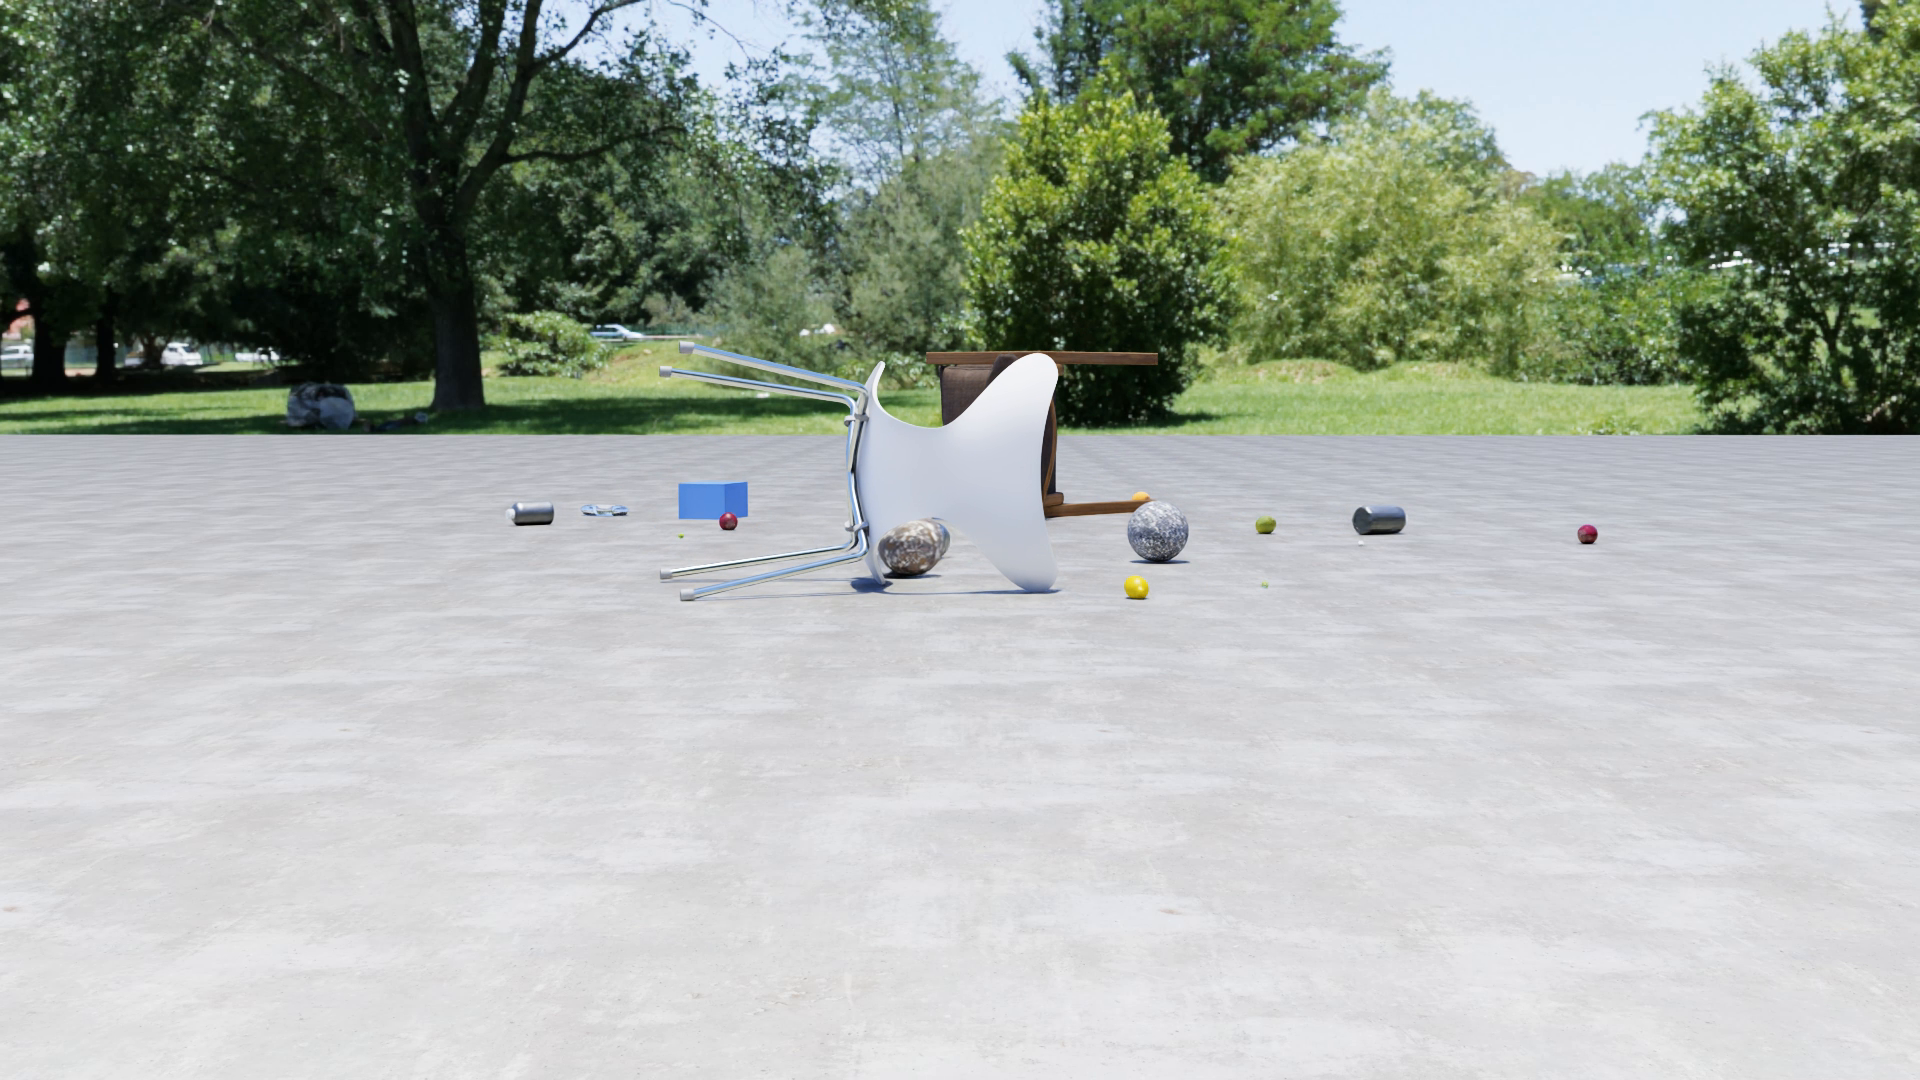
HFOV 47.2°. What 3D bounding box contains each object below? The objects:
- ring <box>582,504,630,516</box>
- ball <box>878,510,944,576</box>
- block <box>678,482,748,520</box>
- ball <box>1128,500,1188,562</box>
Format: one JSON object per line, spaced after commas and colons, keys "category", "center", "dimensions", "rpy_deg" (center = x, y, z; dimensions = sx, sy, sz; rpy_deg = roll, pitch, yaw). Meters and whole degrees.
{"category": "ring", "center": [-1.263, -0.106, 7.821], "dimensions": [0.178, 0.037, 0.137], "rpy_deg": [2, 4, 16]}
{"category": "ball", "center": [-0.118, 0.008, 5.268], "dimensions": [0.160, 0.160, 0.160], "rpy_deg": [0, 4, 0]}
{"category": "block", "center": [-0.860, -0.139, 7.674], "dimensions": [0.173, 0.123, 0.205], "rpy_deg": [1, 4, 17]}
{"category": "ball", "center": [0.514, -0.023, 5.711], "dimensions": [0.160, 0.160, 0.160], "rpy_deg": [0, 4, 0]}
